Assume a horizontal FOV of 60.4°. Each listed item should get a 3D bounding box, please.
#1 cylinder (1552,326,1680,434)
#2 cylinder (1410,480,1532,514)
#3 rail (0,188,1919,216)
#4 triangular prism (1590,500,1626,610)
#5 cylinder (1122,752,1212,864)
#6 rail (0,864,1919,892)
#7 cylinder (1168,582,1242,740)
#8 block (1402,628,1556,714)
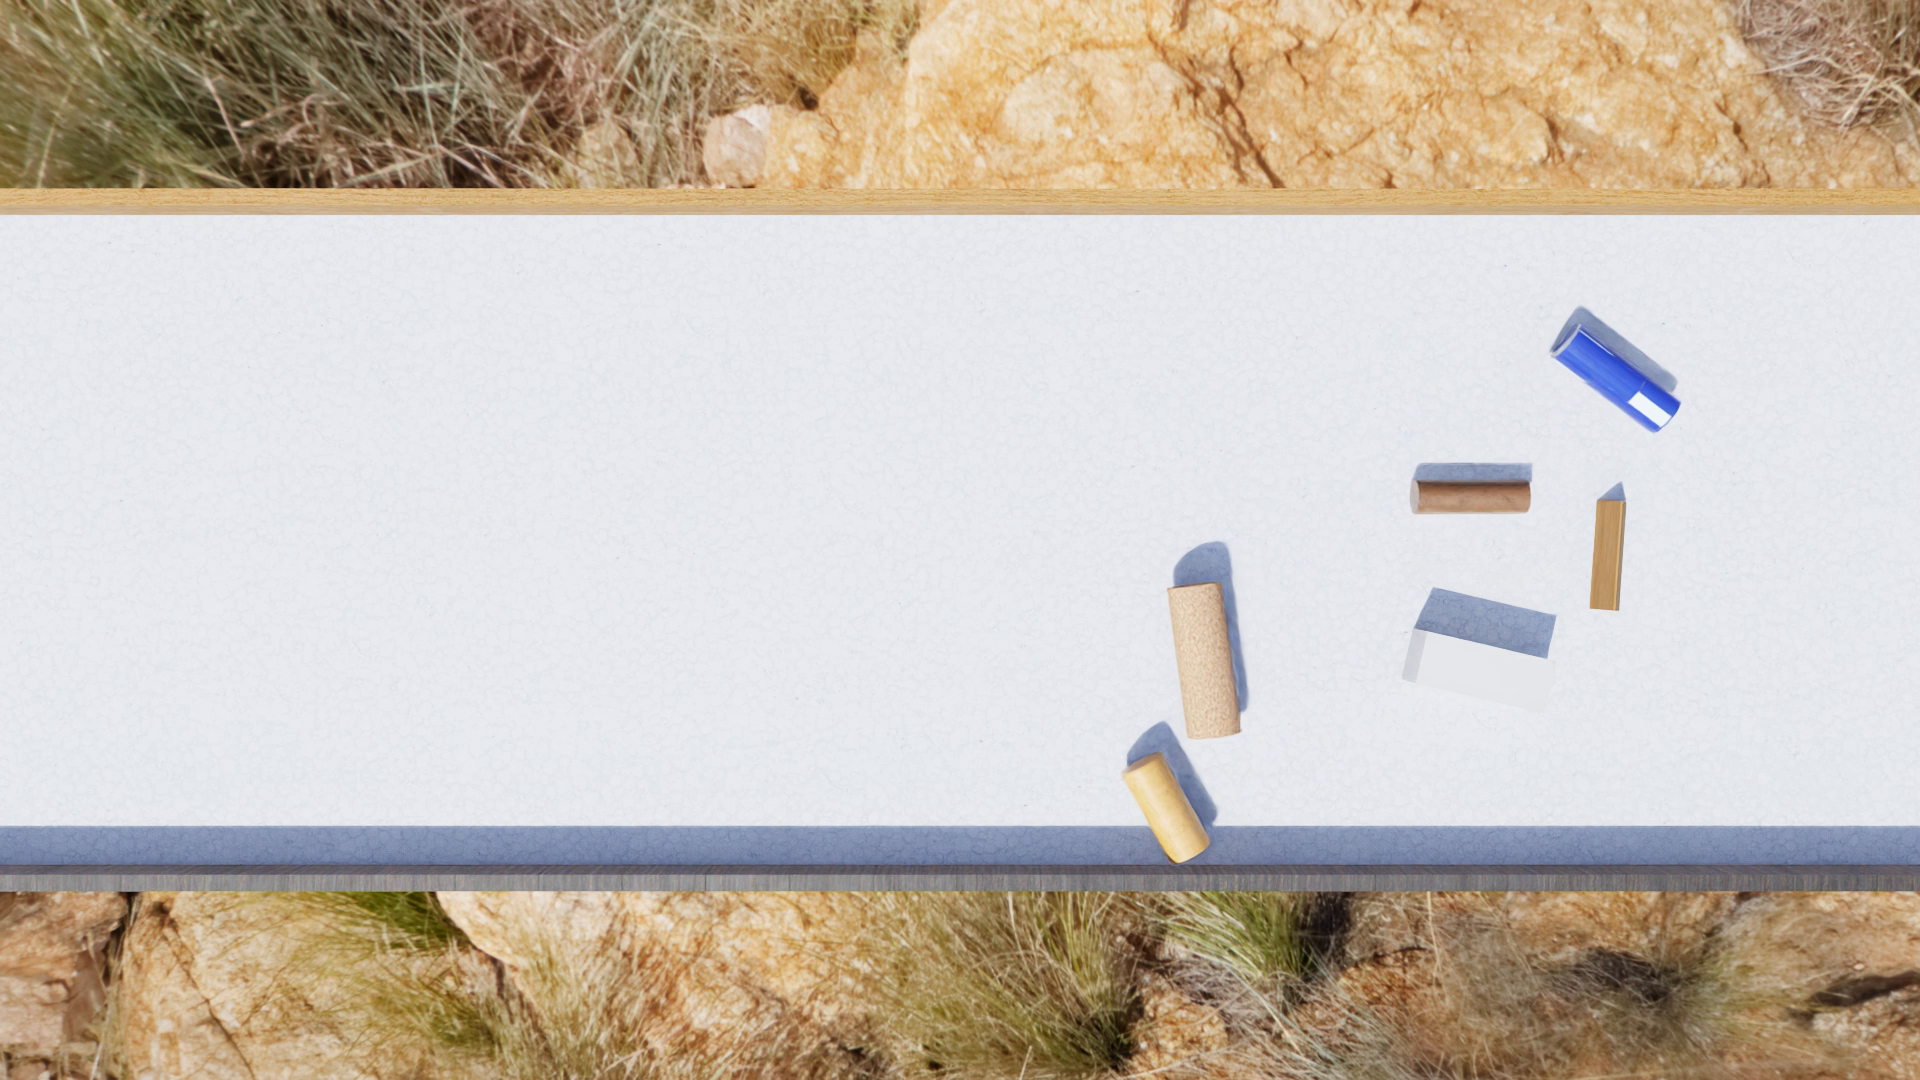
[{"bbox_3d":[1.992,-0.488,5.013,0.381,0.126,0.126,37,90,0],"label":"cylinder"},{"bbox_3d":[1.553,-0.130,5.025,0.338,0.104,0.104,0,90,0],"label":"cylinder"},{"bbox_3d":[-2.247,-1.025,5.002,12.000,0.150,0.050,0,90,0],"label":"rail"},{"bbox_3d":[1.993,0.048,5.035,0.090,0.078,0.333,4,90,0],"label":"triangular prism"},{"bbox_3d":[0.626,0.812,5.008,0.139,0.139,0.310,-30,90,0],"label":"cylinder"},{"bbox_3d":[-2.247,1.025,5.001,12.000,0.150,0.050,0,90,0],"label":"rail"},{"bbox_3d":[0.741,0.363,4.995,0.164,0.164,0.457,-8,90,0],"label":"cylinder"},{"bbox_3d":[1.567,0.395,4.997,0.393,0.159,0.159,13,90,0],"label":"block"}]
